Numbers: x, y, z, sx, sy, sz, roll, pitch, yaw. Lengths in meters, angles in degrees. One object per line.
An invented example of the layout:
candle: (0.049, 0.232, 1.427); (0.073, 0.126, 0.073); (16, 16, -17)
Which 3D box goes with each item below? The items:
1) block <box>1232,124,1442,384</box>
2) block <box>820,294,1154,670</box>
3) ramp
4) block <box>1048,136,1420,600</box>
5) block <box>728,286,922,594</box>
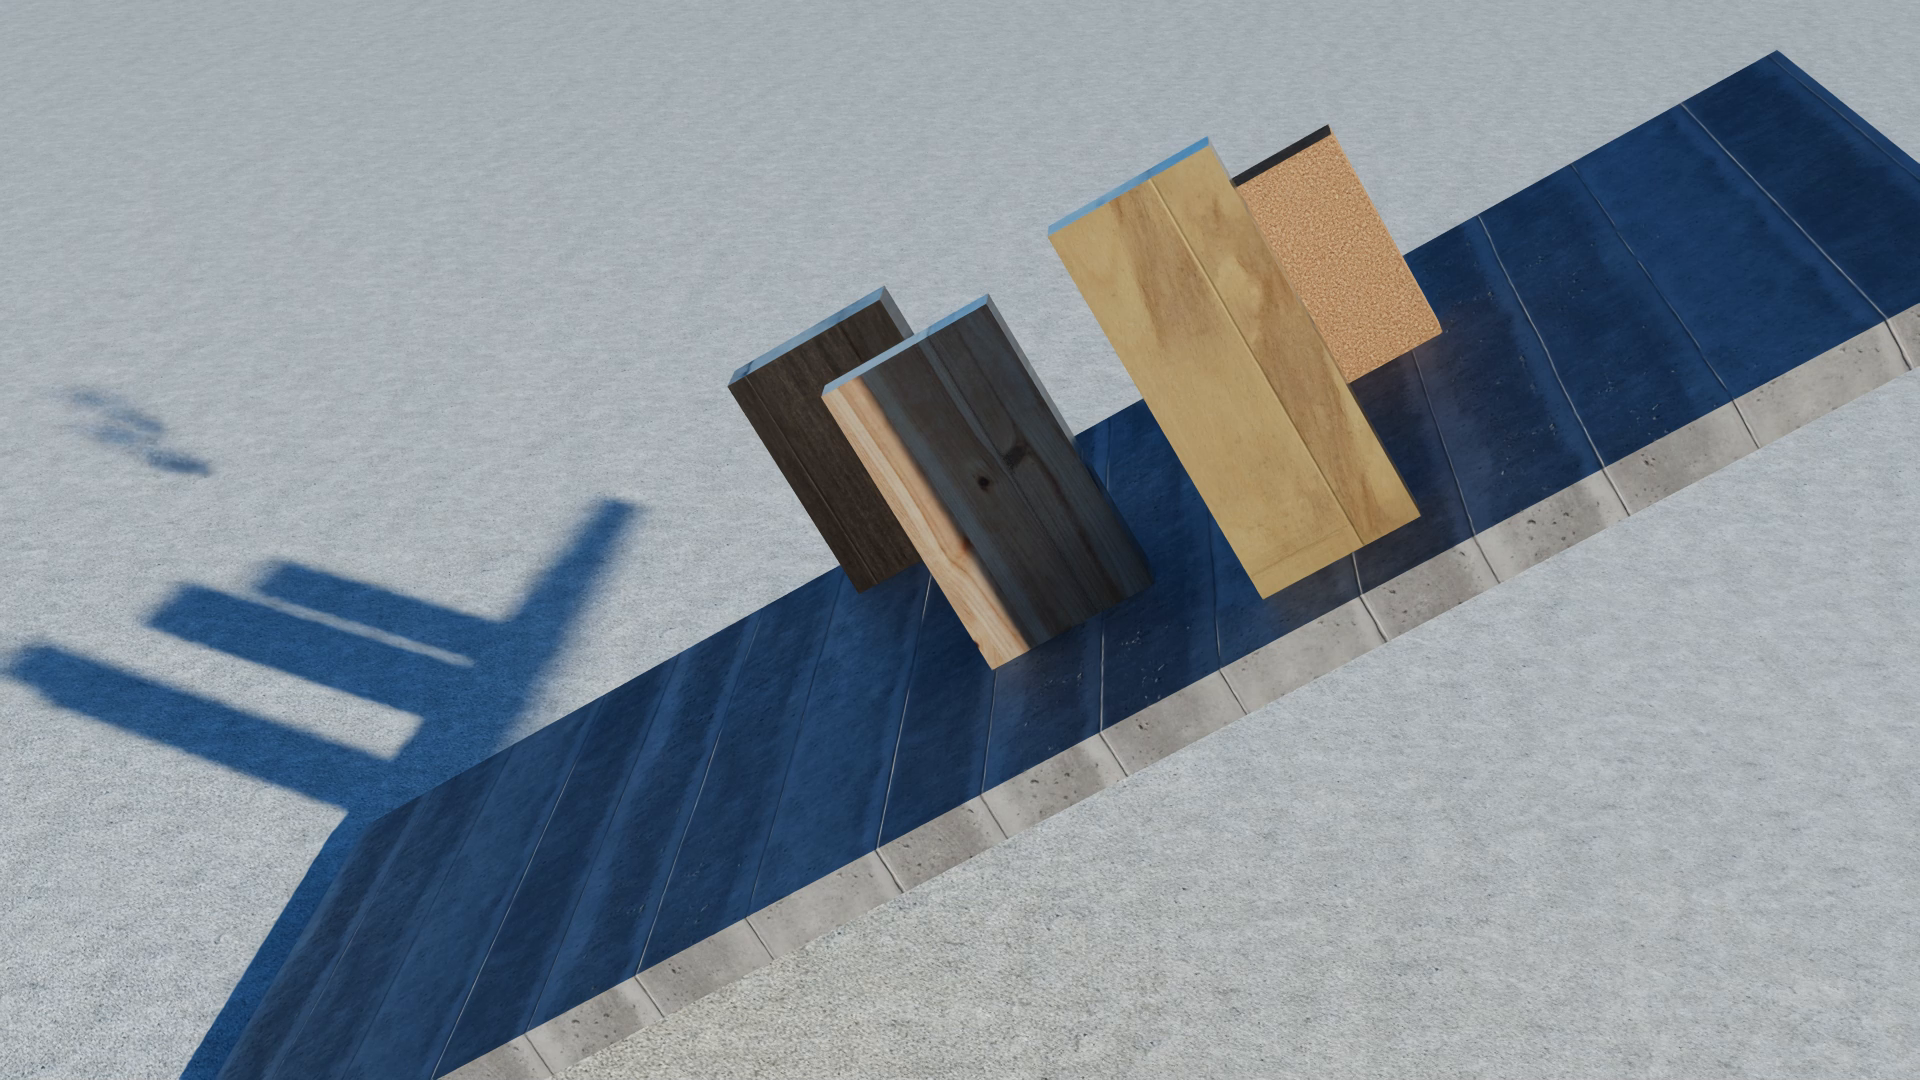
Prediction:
block: (0.766, -0.587, 6.306); (0.331, 0.495, 0.113); (-29, 15, 12)
block: (0.060, -0.111, 5.850); (0.377, 0.660, 0.084); (-29, 15, 12)
ramp: (0.142, 0.168, 6.286); (4.000, 0.100, 2.000); (-29, 15, 12)
block: (0.500, -0.305, 5.333); (0.328, 0.789, 0.085); (-29, 15, 12)
block: (-0.208, -0.234, 6.940); (0.417, 0.591, 0.135); (-29, 15, 12)
